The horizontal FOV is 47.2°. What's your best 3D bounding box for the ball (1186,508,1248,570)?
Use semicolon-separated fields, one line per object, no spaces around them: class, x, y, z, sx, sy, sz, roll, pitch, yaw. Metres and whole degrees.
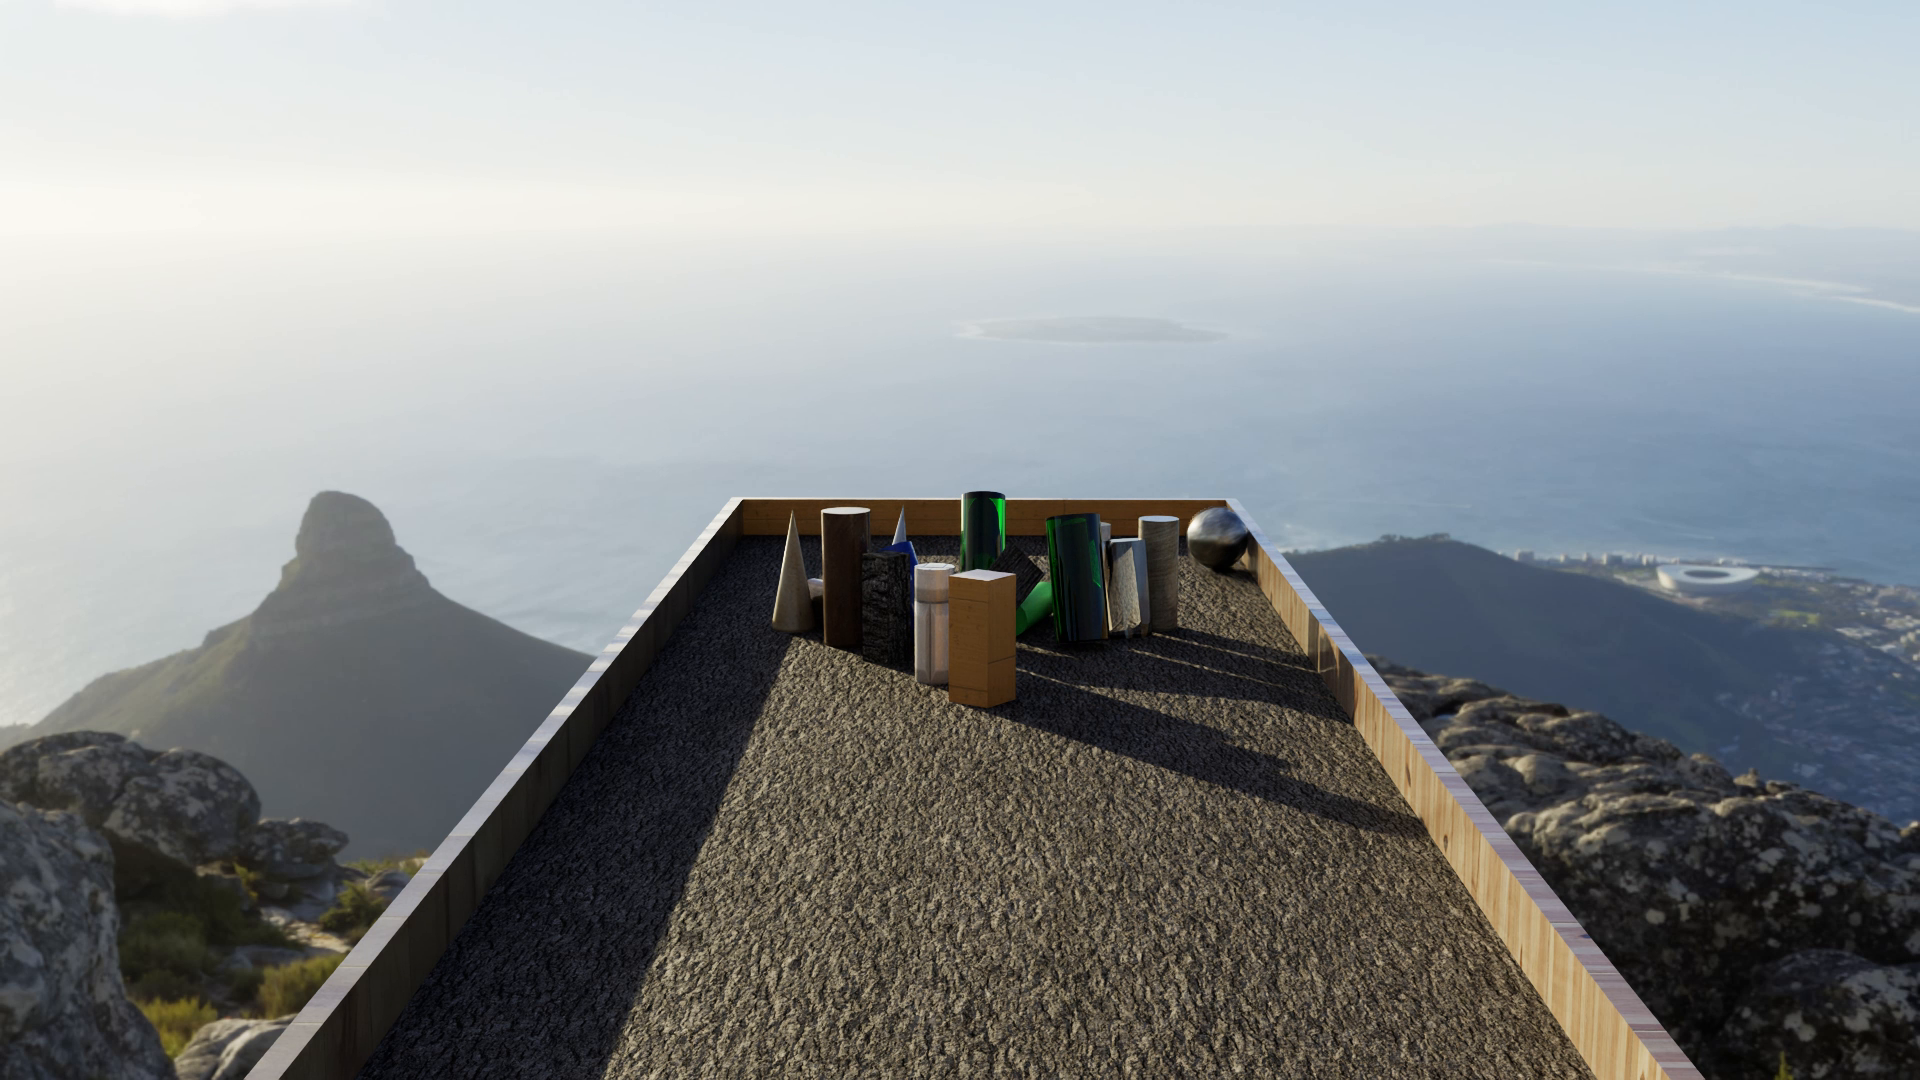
ball;0.972;-0.005;8.304;0.231;0.231;0.231;0;9;0

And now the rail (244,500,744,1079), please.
rail;-1.004;0.839;3.234;0.050;0.150;12.000;0;9;1

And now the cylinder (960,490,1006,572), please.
cylinder;0.076;0.054;7.277;0.148;0.409;0.148;0;-13;0

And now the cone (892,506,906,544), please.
cone;-0.206;0.063;7.333;0.130;0.384;0.130;4;-18;1

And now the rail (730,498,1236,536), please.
rail;0.099;-0.098;9.147;2.100;0.150;0.050;0;9;1

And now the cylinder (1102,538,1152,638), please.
cylinder;0.519;0.153;7.006;0.165;0.306;0.165;-4;3;0

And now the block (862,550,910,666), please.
block;-0.223;0.204;6.672;0.103;0.328;0.103;8;12;40

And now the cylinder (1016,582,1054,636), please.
cylinder;0.222;0.225;7.219;0.114;0.114;0.391;3;9;18

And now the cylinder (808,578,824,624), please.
cylinder;-0.353;0.222;7.161;0.139;0.139;0.429;-8;12;-40

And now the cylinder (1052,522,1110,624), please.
cylinder;0.400;0.110;7.217;0.176;0.333;0.176;2;6;0

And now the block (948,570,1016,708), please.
block;0.062;0.273;6.143;0.134;0.357;0.134;7;11;36

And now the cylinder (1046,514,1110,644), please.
cylinder;0.369;0.121;6.892;0.171;0.392;0.171;-4;-5;0

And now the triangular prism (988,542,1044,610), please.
triangular prism;0.097;0.167;6.971;0.151;0.131;0.402;-5;28;34

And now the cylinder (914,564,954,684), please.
cylinder;-0.074;0.243;6.400;0.116;0.337;0.116;0;9;0

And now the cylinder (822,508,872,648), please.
cylinder;-0.355;0.117;6.917;0.154;0.423;0.154;-1;9;0

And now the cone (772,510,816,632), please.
cone;-0.542;0.094;7.158;0.151;0.395;0.151;0;9;0

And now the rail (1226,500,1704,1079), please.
rail;1.046;0.843;3.208;0.050;0.150;12.000;0;9;1

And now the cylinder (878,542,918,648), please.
cylinder;-0.166;0.172;6.852;0.139;0.307;0.139;-19;-9;-3

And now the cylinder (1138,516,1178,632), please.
cylinder;0.646;0.108;7.174;0.131;0.361;0.131;0;9;0
